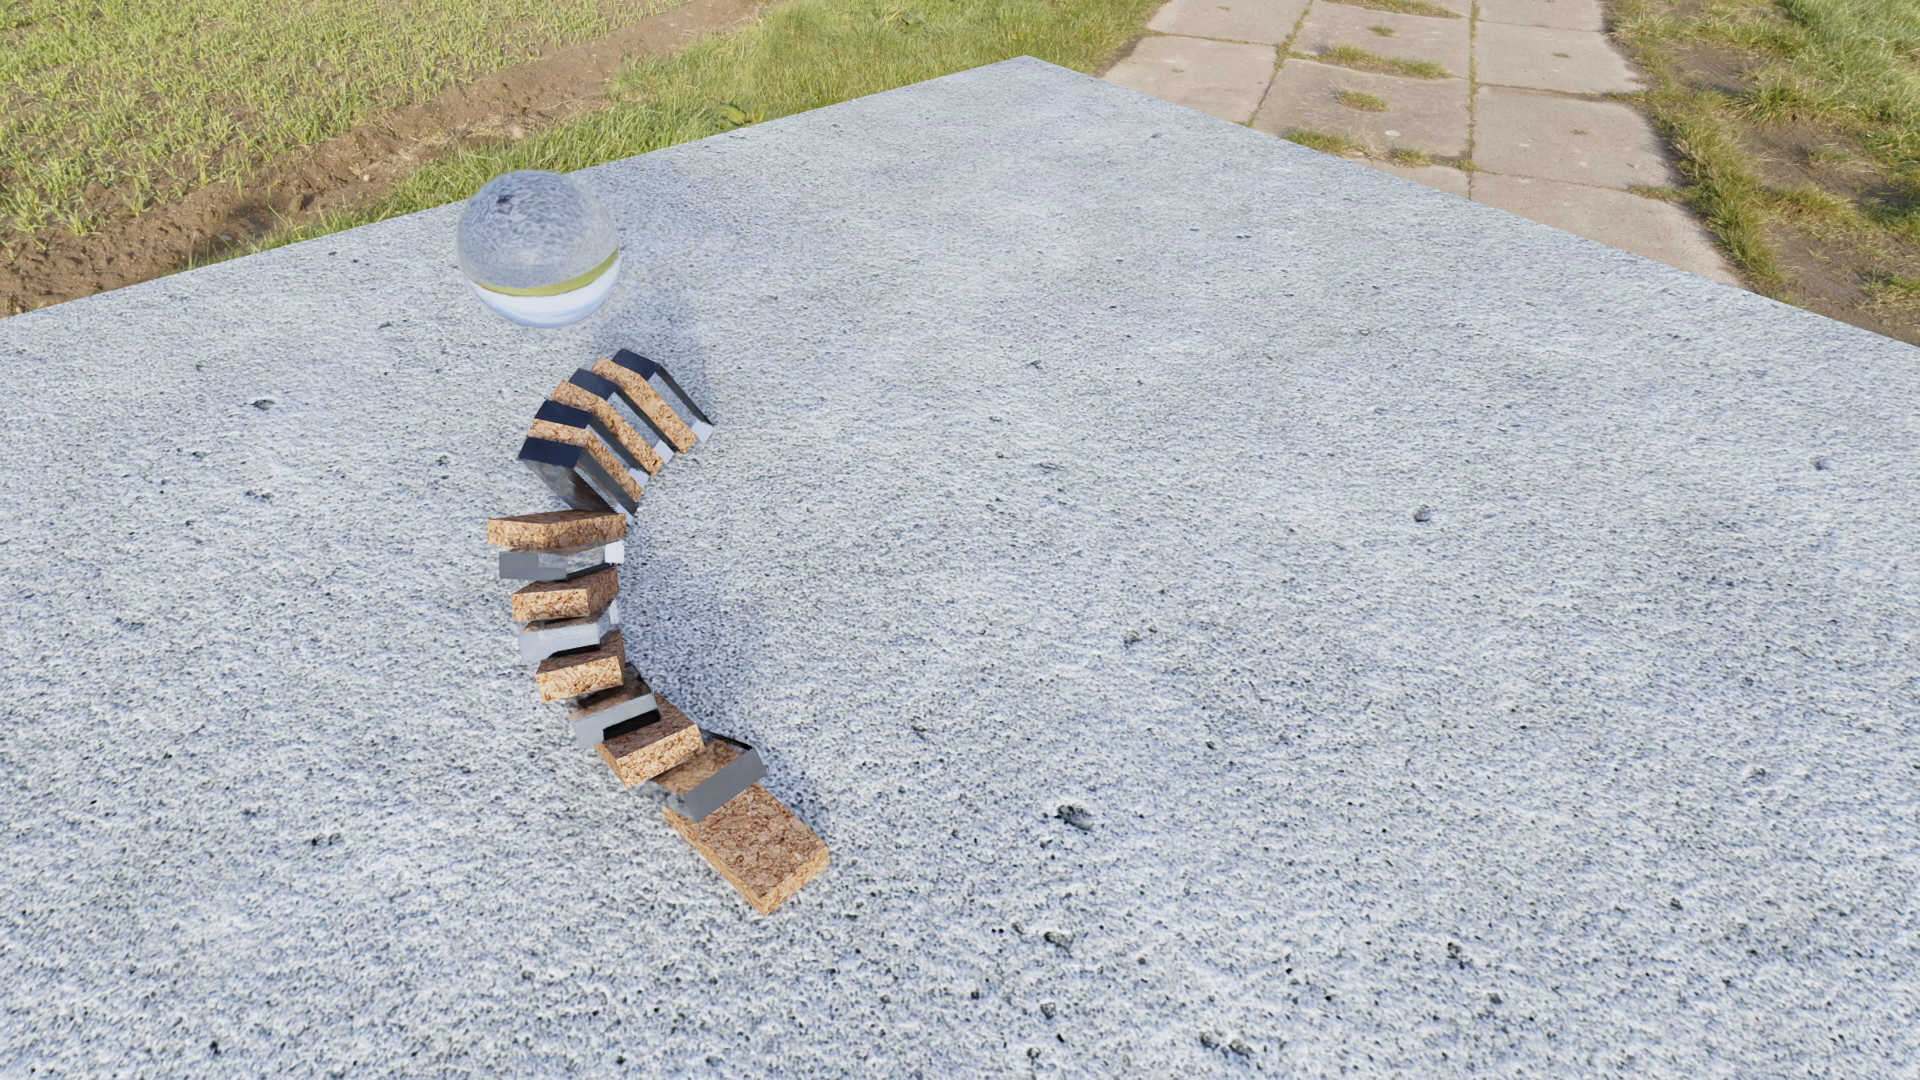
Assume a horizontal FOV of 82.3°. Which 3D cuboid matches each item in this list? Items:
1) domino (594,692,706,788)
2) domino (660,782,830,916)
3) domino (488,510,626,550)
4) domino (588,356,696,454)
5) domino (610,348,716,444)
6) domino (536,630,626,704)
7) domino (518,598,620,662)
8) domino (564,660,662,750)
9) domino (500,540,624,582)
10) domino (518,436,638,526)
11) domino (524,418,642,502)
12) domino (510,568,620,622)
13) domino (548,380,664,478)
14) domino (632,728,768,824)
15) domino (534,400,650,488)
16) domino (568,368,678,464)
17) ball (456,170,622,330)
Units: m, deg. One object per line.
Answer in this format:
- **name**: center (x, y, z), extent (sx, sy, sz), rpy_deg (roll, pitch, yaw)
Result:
- **domino**: center (-0.101, 0.062, 0.349), extent (0.025, 0.009, 0.050), rpy_deg (-23, 15, -25)
- **domino**: center (-0.066, 0.089, 0.335), extent (0.050, 0.010, 0.025), rpy_deg (31, 49, 32)
- **domino**: center (-0.155, -0.004, 0.427), extent (0.025, 0.010, 0.050), rpy_deg (5, 7, 18)
- **domino**: center (-0.139, -0.059, 0.484), extent (0.025, 0.050, 0.009), rpy_deg (25, 73, 27)
- **domino**: center (-0.132, -0.064, 0.490), extent (0.025, 0.050, 0.009), rpy_deg (25, 73, 27)
- **domino**: center (-0.127, 0.042, 0.372), extent (0.025, 0.009, 0.050), rpy_deg (-12, 9, -15)
- **domino**: center (-0.136, 0.031, 0.386), extent (0.025, 0.010, 0.050), rpy_deg (-8, 8, -9)
- **domino**: center (-0.115, 0.053, 0.360), extent (0.025, 0.010, 0.050), rpy_deg (-19, 13, -21)
- **domino**: center (-0.149, 0.007, 0.415), extent (0.025, 0.010, 0.050), rpy_deg (3, 7, 6)
- **domino**: center (-0.152, -0.023, 0.440), extent (0.025, 0.050, 0.009), rpy_deg (11, 68, 15)
- **domino**: center (-0.153, -0.031, 0.450), extent (0.025, 0.050, 0.010), rpy_deg (13, 68, 15)
- **domino**: center (-0.142, 0.019, 0.400), extent (0.025, 0.010, 0.050), rpy_deg (-4, 7, -5)
- **domino**: center (-0.150, -0.047, 0.470), extent (0.025, 0.050, 0.009), rpy_deg (25, 73, 27)
- **domino**: center (-0.082, 0.071, 0.338), extent (0.025, 0.009, 0.050), rpy_deg (-33, 19, -32)
- **domino**: center (-0.153, -0.039, 0.460), extent (0.025, 0.050, 0.010), rpy_deg (17, 70, 20)
- **domino**: center (-0.146, -0.053, 0.478), extent (0.025, 0.050, 0.010), rpy_deg (25, 73, 27)
- **ball**: center (-0.218, -0.150, 0.571), extent (0.080, 0.080, 0.080), rpy_deg (0, 39, 0)
